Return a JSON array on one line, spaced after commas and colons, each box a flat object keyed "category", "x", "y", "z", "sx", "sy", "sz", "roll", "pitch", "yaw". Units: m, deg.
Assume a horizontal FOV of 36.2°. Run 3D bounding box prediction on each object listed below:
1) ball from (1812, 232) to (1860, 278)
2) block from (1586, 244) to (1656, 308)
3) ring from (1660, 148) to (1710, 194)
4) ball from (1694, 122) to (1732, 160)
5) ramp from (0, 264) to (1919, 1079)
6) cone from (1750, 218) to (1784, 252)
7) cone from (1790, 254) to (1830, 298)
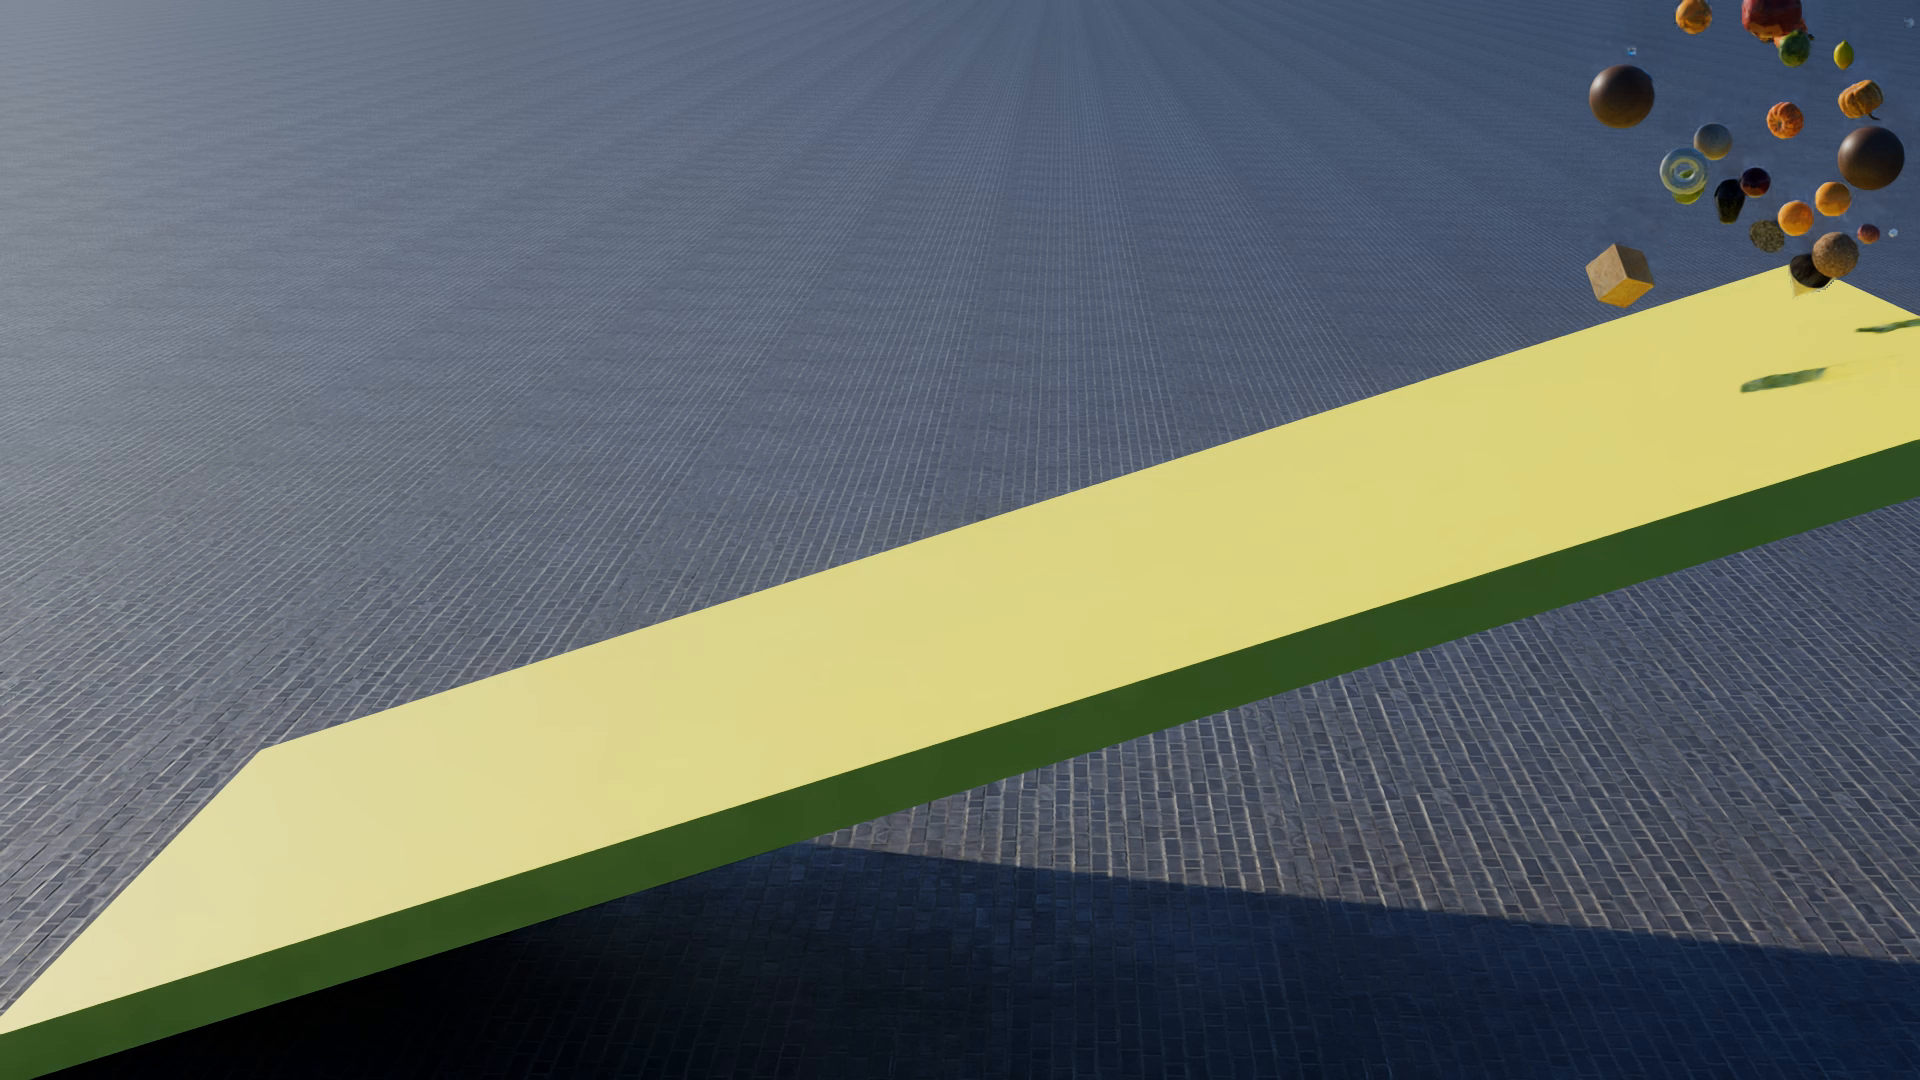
[{"category": "ball", "x": 1.829, "y": -0.596, "z": 6.144, "sx": 0.094, "sy": 0.094, "sz": 0.094, "roll": 0, "pitch": 12, "yaw": 0}, {"category": "block", "x": 1.381, "y": -0.552, "z": 6.150, "sx": 0.087, "sy": 0.087, "sz": 0.087, "roll": 9, "pitch": -35, "yaw": -35}, {"category": "ring", "x": 1.454, "y": -0.740, "z": 5.901, "sx": 0.098, "sy": 0.098, "sz": 0.033, "roll": 3, "pitch": 24, "yaw": 16}, {"category": "ball", "x": 1.529, "y": -0.810, "z": 5.972, "sx": 0.078, "sy": 0.078, "sz": 0.078, "roll": 0, "pitch": 12, "yaw": 0}, {"category": "ramp", "x": 0.104, "y": 0.182, "z": 6.308, "sx": 4.000, "sy": 0.100, "sz": 2.000, "roll": -18, "pitch": 11, "yaw": 6}, {"category": "cone", "x": 1.730, "y": -0.665, "z": 6.244, "sx": 0.079, "sy": 0.079, "sz": 0.079, "roll": 10, "pitch": 42, "yaw": 39}, {"category": "cone", "x": 1.780, "y": -0.540, "z": 6.214, "sx": 0.090, "sy": 0.090, "sz": 0.090, "roll": -2, "pitch": -32, "yaw": -11}]
